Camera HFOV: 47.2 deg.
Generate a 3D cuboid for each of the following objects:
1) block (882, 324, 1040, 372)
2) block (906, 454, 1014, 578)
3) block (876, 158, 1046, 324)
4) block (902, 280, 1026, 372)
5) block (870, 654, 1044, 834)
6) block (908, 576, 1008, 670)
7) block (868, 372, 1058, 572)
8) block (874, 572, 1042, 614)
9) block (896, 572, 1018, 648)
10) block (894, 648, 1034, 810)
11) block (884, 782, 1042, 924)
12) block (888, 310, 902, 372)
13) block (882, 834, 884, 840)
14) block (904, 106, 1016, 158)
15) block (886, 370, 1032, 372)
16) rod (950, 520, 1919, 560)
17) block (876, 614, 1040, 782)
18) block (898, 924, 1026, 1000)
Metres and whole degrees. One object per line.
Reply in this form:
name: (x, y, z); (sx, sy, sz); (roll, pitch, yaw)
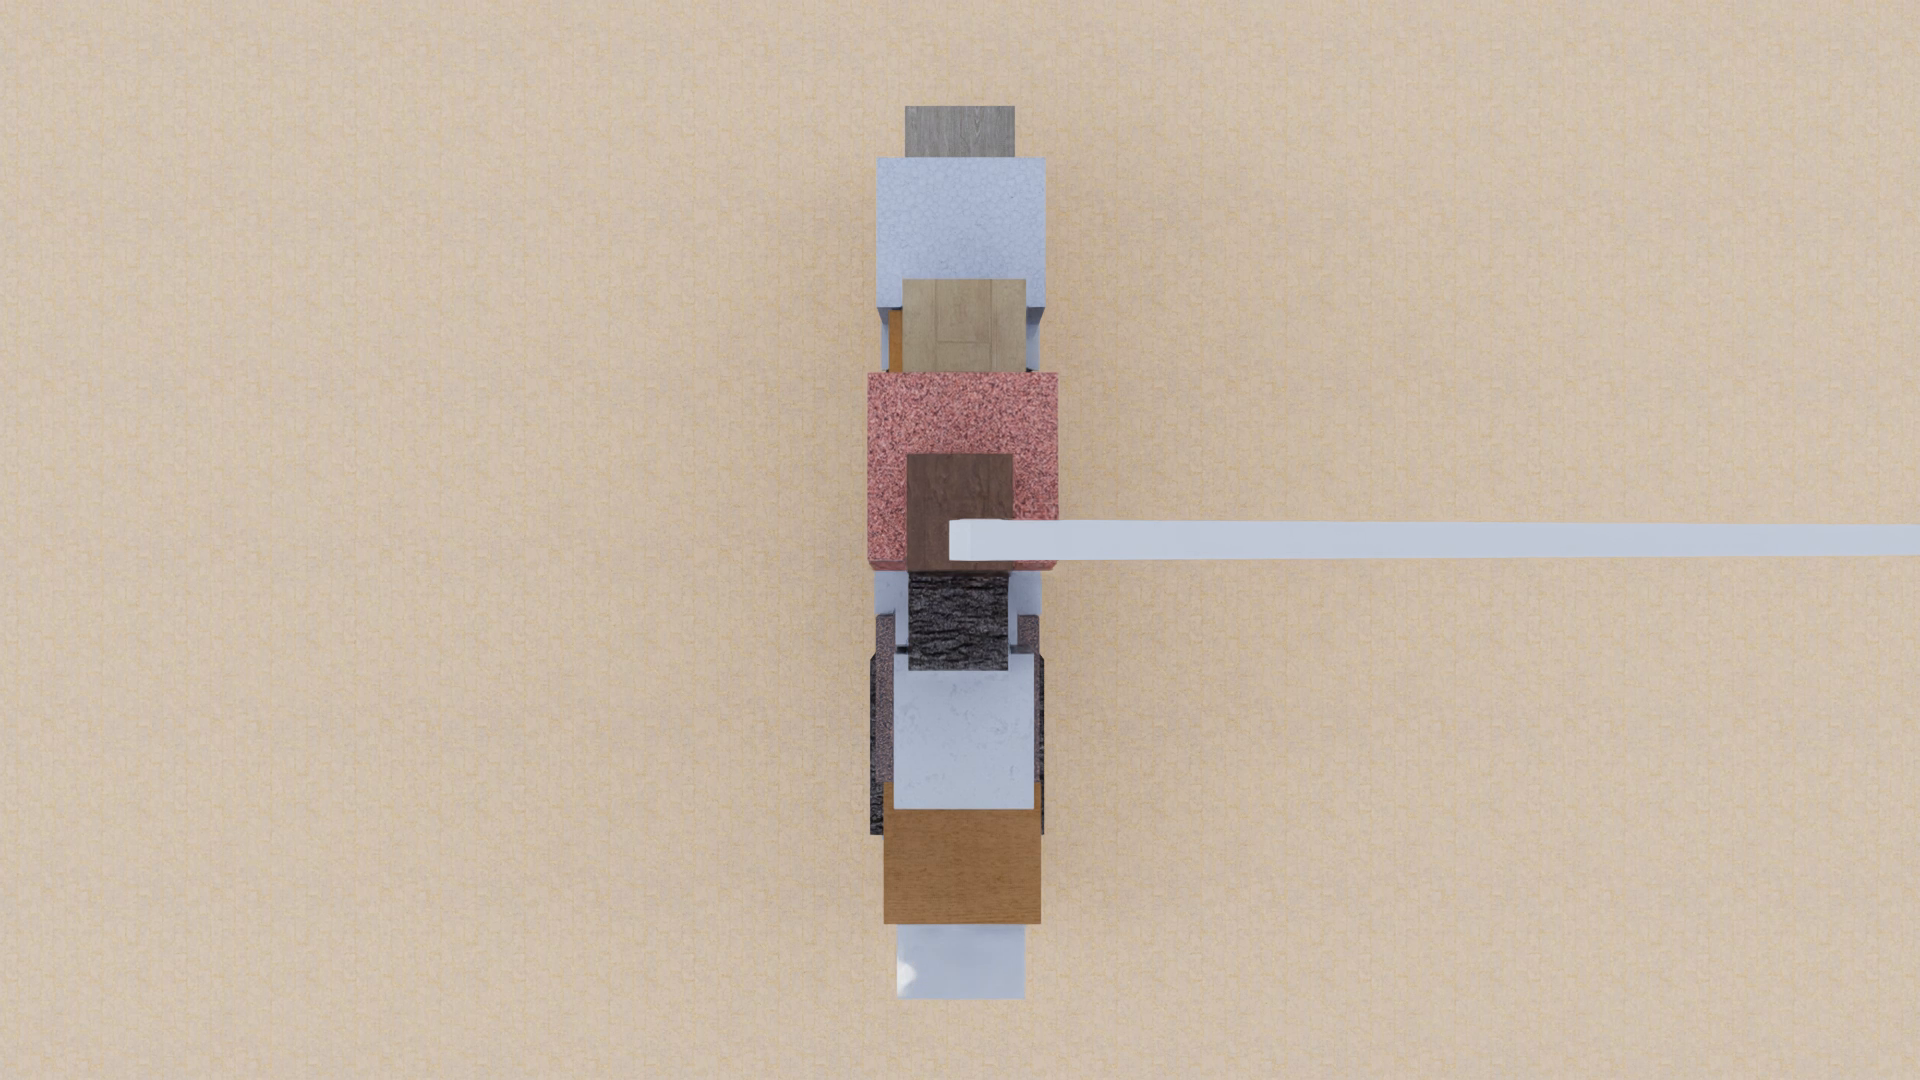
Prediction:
block: (0.001, -1.299, 11.870); (0.824, 0.815, 0.816); (0, 90, 0)
block: (0.000, -0.092, 8.821); (0.414, 0.493, 0.455); (0, 86, 0)
block: (0.005, -1.484, 11.032); (0.814, 0.861, 0.721); (0, 90, 0)
block: (0.019, -0.922, 10.310); (0.562, 0.596, 0.552); (0, 92, 0)
block: (-0.015, 1.060, 11.685); (0.892, 0.881, 0.896); (0, 90, 0)
block: (-0.007, 0.352, 9.591); (0.424, 0.493, 0.434); (0, 86, 0)
block: (0.012, -0.277, 9.481); (0.789, 0.796, 0.778); (0, 86, 0)
block: (-0.010, -0.011, 11.094); (0.818, 0.690, 0.743); (0, 91, 0)
block: (-0.016, 0.204, 10.153); (0.543, 0.611, 0.572); (0, 86, 0)
block: (0.017, 0.857, 10.144); (0.627, 0.609, 0.695); (0, 90, 0)
block: (0.011, 1.503, 10.903); (0.757, 0.685, 0.684); (0, 90, 0)
block: (-0.015, -0.755, 11.054); (0.659, 0.767, 0.716); (0, 90, 0)
block: (0.000, 1.273, 12.563); (0.861, 0.874, 0.762); (0, 90, 0)
block: (0.000, -2.013, 12.027); (0.585, 0.662, 0.592); (0, 90, 0)
block: (-0.004, -0.519, 11.819); (0.761, 0.765, 0.726); (0, 90, 0)
rod: (2.212, 0.000, 5.696); (5.200, 0.080, 0.080); (0, 90, -32)
block: (-0.011, 0.759, 10.847); (0.778, 0.796, 0.785); (0, 90, 0)
block: (0.008, 1.977, 11.871); (0.675, 0.637, 0.791); (0, 103, 0)
